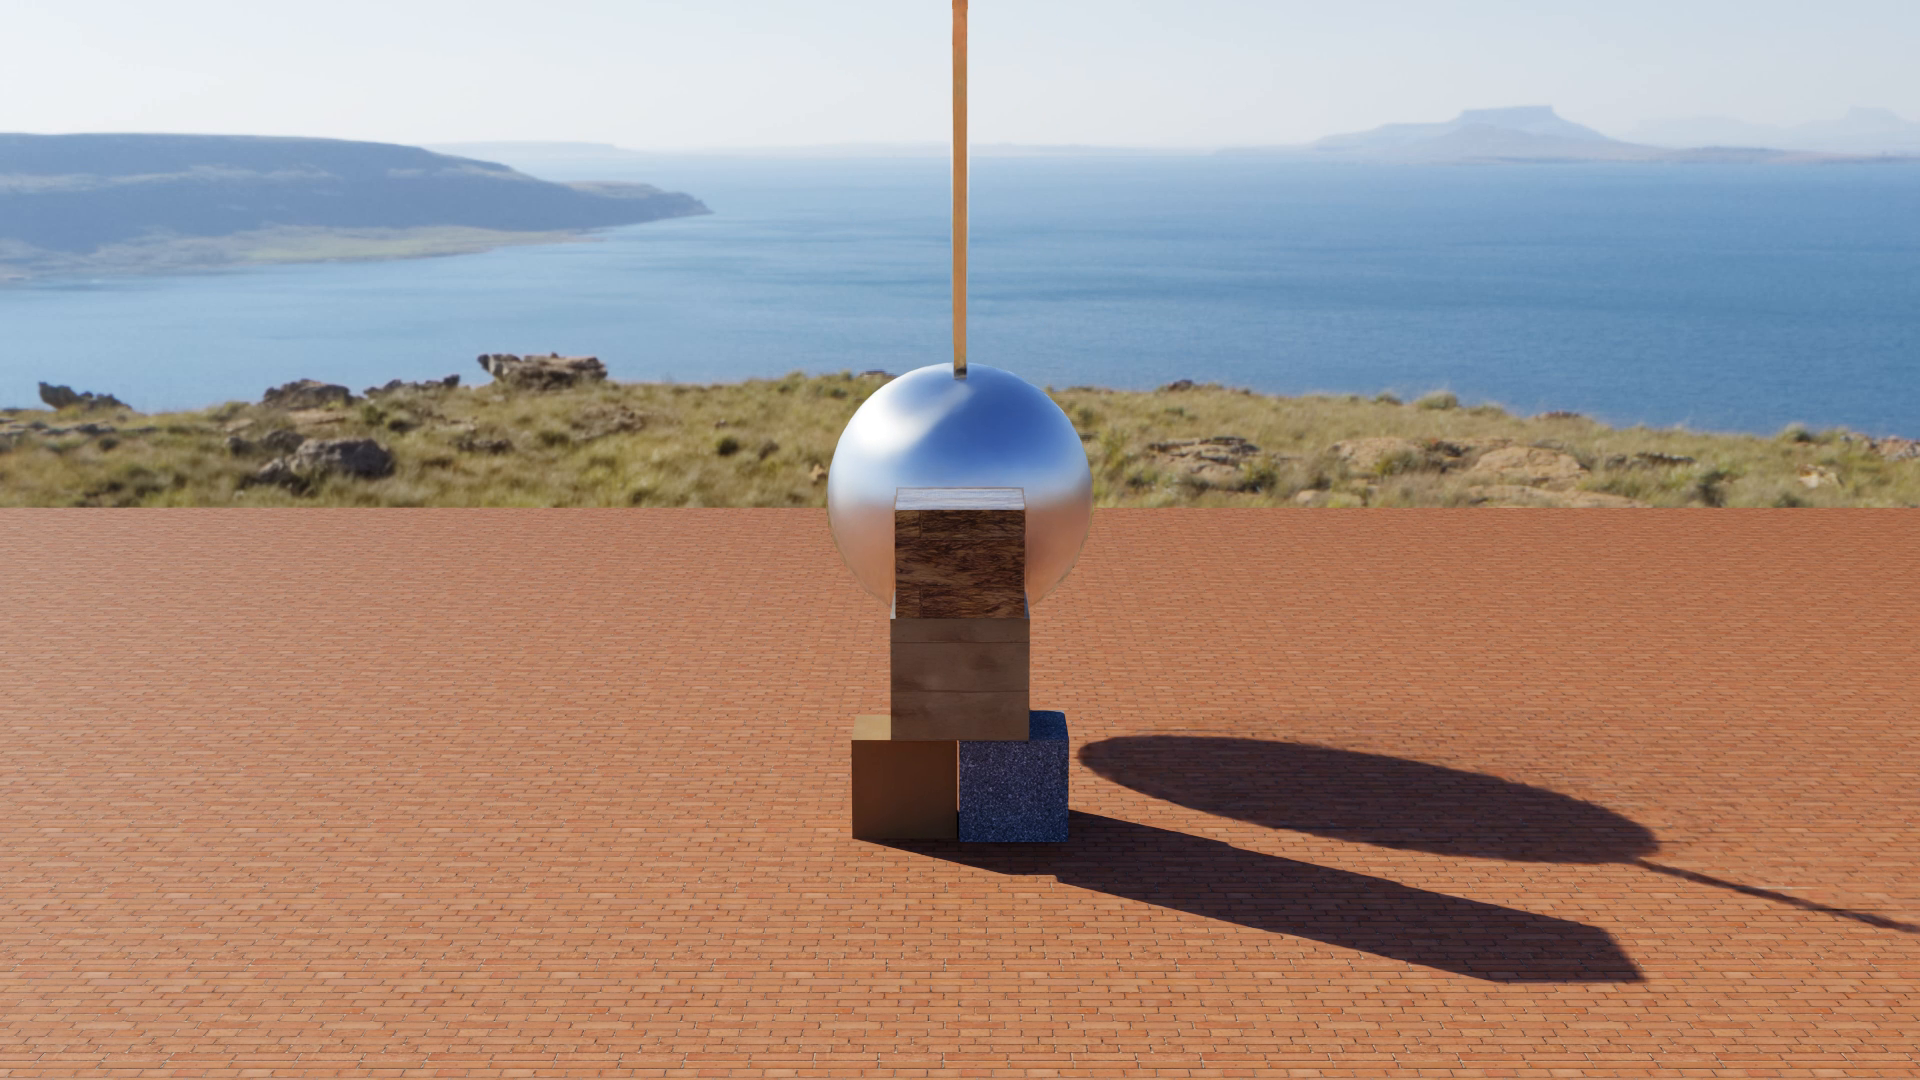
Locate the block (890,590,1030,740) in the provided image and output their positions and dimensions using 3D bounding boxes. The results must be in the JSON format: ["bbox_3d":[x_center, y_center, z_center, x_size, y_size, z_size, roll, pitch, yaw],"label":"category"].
[{"bbox_3d":[0.000,0.637,11.312,0.694,0.627,0.688,0,10,0],"label":"block"}]

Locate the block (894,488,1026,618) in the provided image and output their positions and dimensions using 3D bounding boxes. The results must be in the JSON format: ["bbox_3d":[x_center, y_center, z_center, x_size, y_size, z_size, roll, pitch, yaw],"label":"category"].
[{"bbox_3d":[0.000,0.061,11.199,0.642,0.548,0.658,0,10,0],"label":"block"}]

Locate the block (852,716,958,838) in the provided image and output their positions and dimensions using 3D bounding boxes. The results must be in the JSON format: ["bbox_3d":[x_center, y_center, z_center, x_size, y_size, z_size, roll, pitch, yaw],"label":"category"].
[{"bbox_3d":[-0.282,1.222,11.399,0.534,0.518,0.489,0,10,0],"label":"block"}]

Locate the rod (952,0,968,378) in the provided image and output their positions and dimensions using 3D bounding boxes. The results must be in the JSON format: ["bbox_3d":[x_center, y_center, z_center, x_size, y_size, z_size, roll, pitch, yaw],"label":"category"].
[{"bbox_3d":[0.000,-3.198,11.513,0.080,5.200,0.080,0,31,0],"label":"rod"}]

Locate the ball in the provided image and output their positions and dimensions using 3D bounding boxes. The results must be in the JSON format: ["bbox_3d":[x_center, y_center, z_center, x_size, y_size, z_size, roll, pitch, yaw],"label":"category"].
[{"bbox_3d":[0.000,-0.269,13.240,1.600,1.600,1.600,0,10,0],"label":"ball"}]

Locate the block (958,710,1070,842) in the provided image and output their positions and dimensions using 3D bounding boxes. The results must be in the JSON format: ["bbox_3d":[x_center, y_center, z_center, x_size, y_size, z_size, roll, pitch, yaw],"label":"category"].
[{"bbox_3d":[0.272,1.216,11.382,0.554,0.536,0.582,0,10,0],"label":"block"}]
